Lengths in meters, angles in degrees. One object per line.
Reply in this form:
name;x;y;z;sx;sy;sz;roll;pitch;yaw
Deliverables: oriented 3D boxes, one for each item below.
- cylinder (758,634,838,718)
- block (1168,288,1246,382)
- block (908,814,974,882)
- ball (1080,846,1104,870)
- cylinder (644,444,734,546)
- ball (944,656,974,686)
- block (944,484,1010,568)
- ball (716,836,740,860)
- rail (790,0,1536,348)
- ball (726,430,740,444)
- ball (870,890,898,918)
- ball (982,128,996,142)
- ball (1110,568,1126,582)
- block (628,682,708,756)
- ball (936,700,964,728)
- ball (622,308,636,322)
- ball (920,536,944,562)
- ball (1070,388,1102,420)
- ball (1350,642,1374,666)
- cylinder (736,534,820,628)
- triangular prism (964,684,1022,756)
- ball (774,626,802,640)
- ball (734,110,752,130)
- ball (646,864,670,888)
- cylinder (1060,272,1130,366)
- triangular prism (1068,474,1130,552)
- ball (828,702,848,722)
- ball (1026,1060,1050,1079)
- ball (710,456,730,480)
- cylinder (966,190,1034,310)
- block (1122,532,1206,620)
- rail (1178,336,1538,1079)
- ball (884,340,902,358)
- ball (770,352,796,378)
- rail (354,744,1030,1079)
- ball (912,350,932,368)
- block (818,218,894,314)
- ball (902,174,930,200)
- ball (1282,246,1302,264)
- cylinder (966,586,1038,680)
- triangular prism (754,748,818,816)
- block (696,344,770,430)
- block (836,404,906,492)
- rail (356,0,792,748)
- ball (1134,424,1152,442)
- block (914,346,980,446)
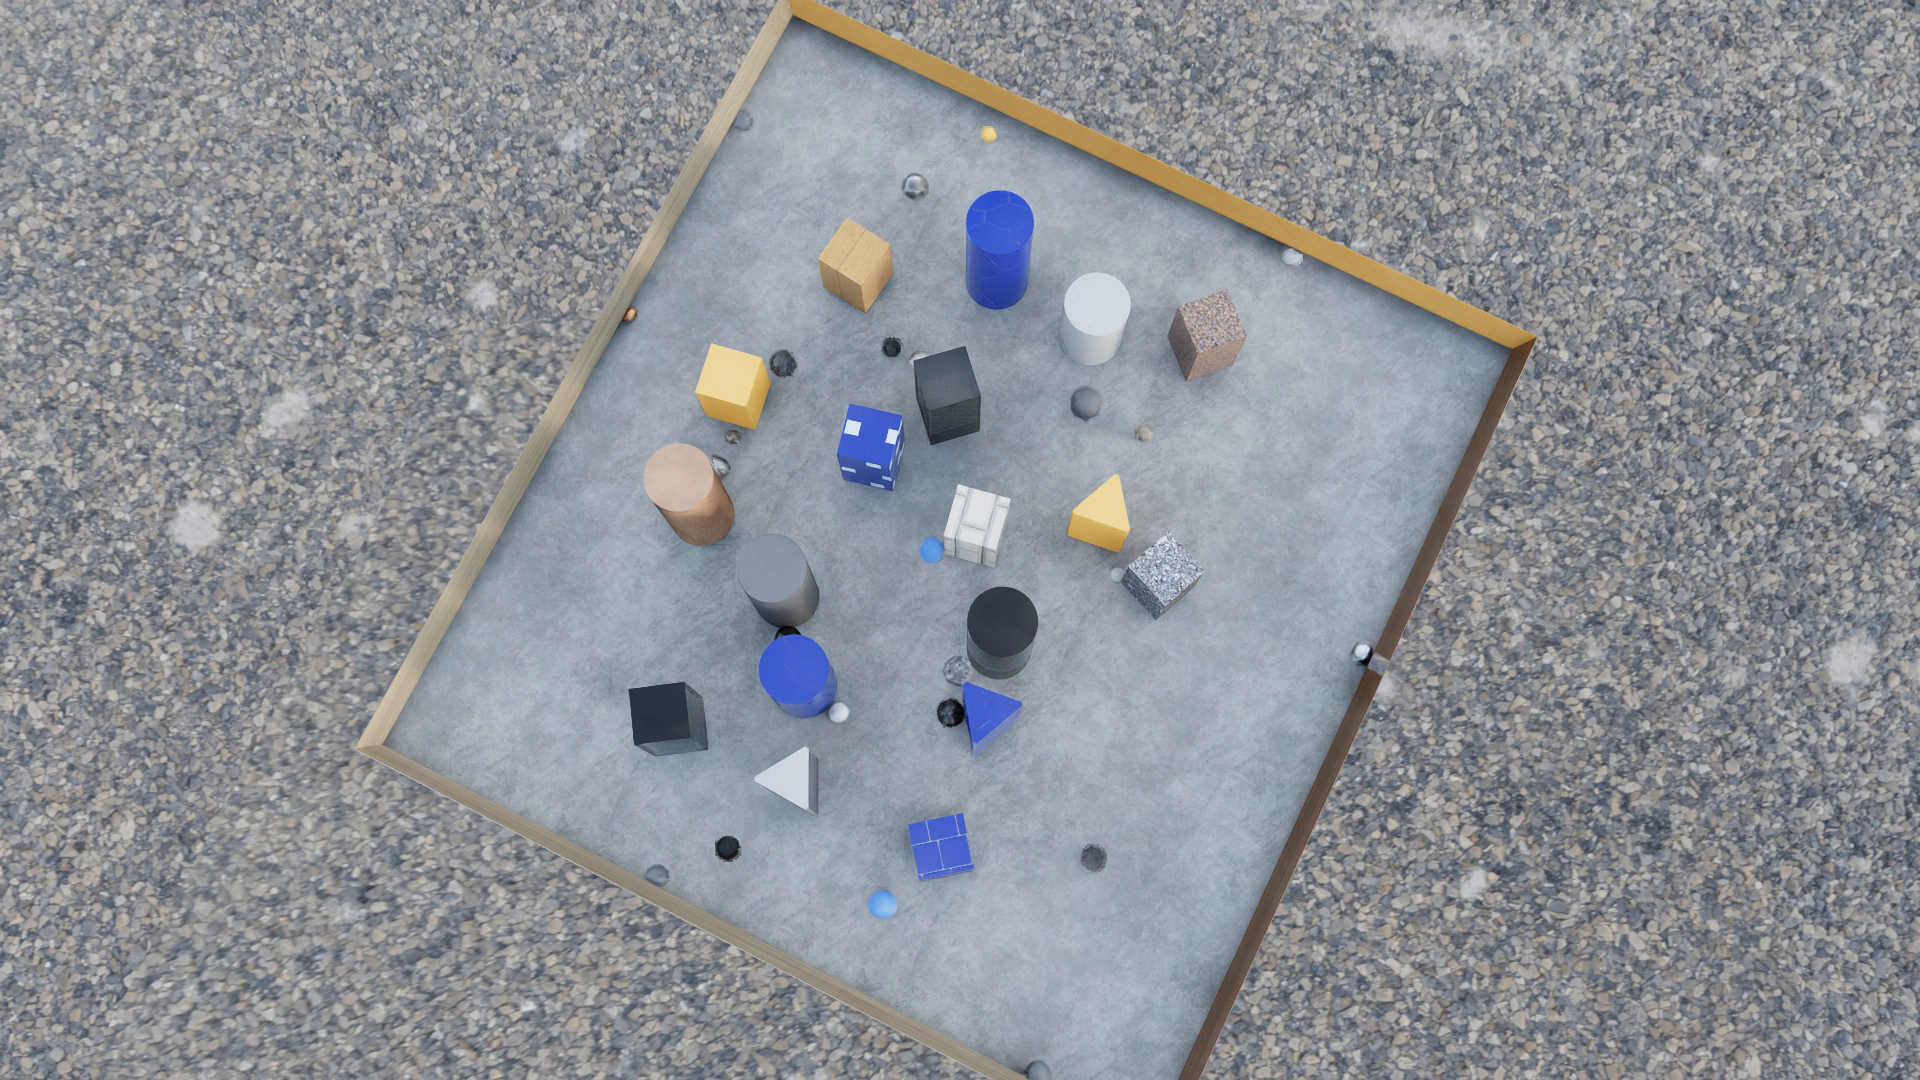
cylinder;-0.468;0.401;5.343;0.198;0.374;0.198;0;78;0
block;0.752;-0.623;5.599;0.158;0.287;0.158;-20;79;-4
block;-0.054;0.891;5.294;0.158;0.271;0.158;-11;79;-2
ball;0.389;0.936;5.387;0.071;0.071;0.071;0;78;0
cylinder;-0.793;-0.128;5.395;0.198;0.486;0.198;0;78;0
ball;-0.005;0.393;5.489;0.091;0.091;0.091;0;78;0
block;0.050;-0.039;5.484;0.158;0.276;0.158;16;79;3
ball;-0.683;0.907;5.393;0.070;0.070;0.070;0;78;0
rail;0.596;-1.161;5.790;2.606;0.128;0.045;26;80;5
ball;-0.700;-0.318;5.659;0.046;0.046;0.046;0;78;0
ball;-0.224;1.065;5.354;0.083;0.083;0.083;0;78;0
ball;0.092;-1.294;5.860;0.047;0.047;0.047;0;78;0
ball;0.481;0.104;5.573;0.044;0.044;0.044;0;78;0
block;-0.841;0.523;5.314;0.158;0.380;0.158;-7;78;-2
ball;-0.027;0.517;5.467;0.083;0.083;0.083;0;78;0
ball;-1.036;-0.705;5.739;0.046;0.046;0.046;0;78;0
ball;-0.085;0.028;5.572;0.076;0.076;0.076;0;78;0
ball;0.388;-0.421;5.653;0.099;0.099;0.099;0;78;0
ball;1.207;0.344;5.509;0.072;0.072;0.072;0;78;0
cylinder;-0.527;0.125;5.353;0.198;0.465;0.198;0;78;0
triangular prism;0.059;0.496;5.301;0.171;0.417;0.148;-39;81;-7
ball;-0.516;0.301;5.511;0.085;0.085;0.085;0;78;0
ball;-0.696;-1.341;5.863;0.061;0.061;0.061;0;78;0
ball;-0.889;0.987;5.377;0.069;0.069;0.069;0;78;0
cylinder;0.410;-0.673;5.603;0.198;0.298;0.198;0;78;0
triangular prism;0.433;-0.091;5.476;0.171;0.312;0.148;19;79;4
ball;-0.363;0.516;5.479;0.059;0.059;0.059;0;78;0
ball;0.223;1.530;5.264;0.070;0.070;0.070;0;78;0
ball;-0.743;-0.221;5.625;0.073;0.073;0.073;0;78;0
cylinder;0.116;-0.871;5.547;0.198;0.489;0.198;0;78;0
block;0.602;0.110;5.462;0.158;0.259;0.158;-41;81;-8
rail;1.144;0.567;5.433;0.045;0.128;2.714;26;80;5
ball;-0.211;-0.598;5.712;0.055;0.055;0.055;0;78;0
ball;-0.549;-0.545;5.688;0.082;0.082;0.082;0;78;0
rail;-0.596;1.175;5.307;2.606;0.128;0.045;26;80;5
ball;-0.117;-0.554;5.695;0.070;0.070;0.070;0;78;0
block;-0.320;-0.846;5.660;0.158;0.258;0.158;33;80;6
ball;-0.139;-1.119;5.805;0.084;0.084;0.084;0;78;0
ball;1.046;-0.895;5.773;0.058;0.058;0.058;0;78;0
cylinder;0.118;0.275;5.309;0.198;0.491;0.198;0;78;0
triangular prism;-0.464;0.679;5.289;0.171;0.366;0.148;29;80;6
block;-0.688;-0.464;5.579;0.158;0.263;0.158;16;79;3
block;-0.265;-0.276;5.512;0.158;0.317;0.158;13;79;3
rail;-1.144;-0.553;5.665;0.045;0.128;2.714;26;80;5
ball;0.567;-0.331;5.658;0.052;0.052;0.052;0;78;0
block;-0.038;-0.429;5.505;0.158;0.394;0.158;-16;79;-3
